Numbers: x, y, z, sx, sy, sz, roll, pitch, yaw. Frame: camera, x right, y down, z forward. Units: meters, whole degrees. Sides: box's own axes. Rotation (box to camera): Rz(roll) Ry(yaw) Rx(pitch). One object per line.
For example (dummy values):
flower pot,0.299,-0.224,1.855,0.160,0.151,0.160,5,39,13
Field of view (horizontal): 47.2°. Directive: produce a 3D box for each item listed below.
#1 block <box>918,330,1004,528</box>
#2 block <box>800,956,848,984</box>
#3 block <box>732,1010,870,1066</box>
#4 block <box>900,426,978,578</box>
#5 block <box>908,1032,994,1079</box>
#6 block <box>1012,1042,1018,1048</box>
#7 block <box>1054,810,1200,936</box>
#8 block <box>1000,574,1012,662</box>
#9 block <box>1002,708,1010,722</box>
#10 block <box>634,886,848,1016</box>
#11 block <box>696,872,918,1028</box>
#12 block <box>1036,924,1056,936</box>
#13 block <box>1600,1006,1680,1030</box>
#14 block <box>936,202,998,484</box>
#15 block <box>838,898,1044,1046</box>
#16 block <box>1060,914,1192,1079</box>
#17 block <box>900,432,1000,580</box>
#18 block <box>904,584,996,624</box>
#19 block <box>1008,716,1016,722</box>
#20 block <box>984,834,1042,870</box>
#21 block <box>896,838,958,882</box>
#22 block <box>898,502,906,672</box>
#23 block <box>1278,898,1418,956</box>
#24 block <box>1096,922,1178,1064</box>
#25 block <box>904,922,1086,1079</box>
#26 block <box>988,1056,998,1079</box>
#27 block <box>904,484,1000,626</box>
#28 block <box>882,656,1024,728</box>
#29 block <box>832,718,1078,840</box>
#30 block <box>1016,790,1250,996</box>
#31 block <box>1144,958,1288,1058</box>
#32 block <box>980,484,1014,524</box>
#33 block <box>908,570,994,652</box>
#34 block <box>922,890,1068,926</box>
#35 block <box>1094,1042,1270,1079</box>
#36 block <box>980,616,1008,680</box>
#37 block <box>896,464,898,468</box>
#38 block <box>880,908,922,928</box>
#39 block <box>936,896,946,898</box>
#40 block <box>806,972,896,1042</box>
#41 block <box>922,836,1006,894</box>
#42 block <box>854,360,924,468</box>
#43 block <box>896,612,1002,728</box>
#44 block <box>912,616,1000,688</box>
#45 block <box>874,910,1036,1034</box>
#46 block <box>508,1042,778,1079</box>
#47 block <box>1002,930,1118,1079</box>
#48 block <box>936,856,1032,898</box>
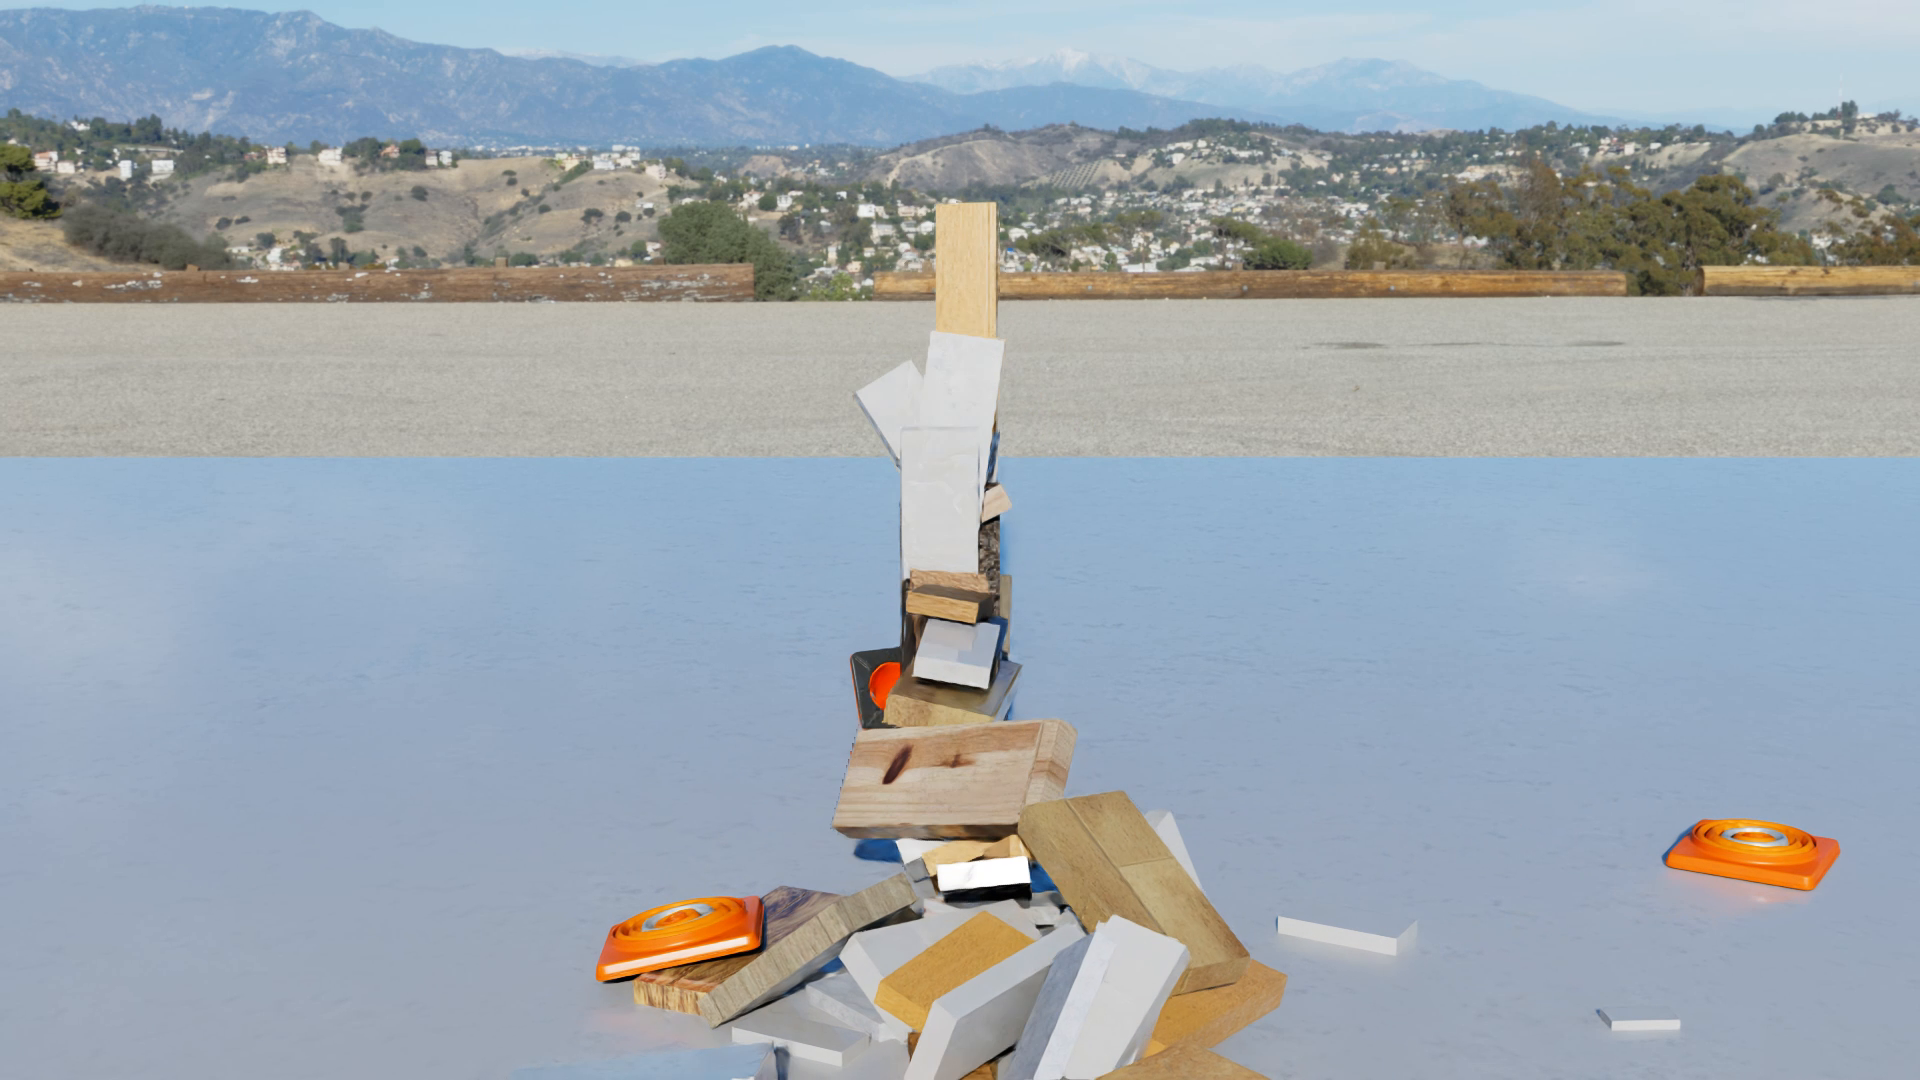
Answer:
block,-0.011,-0.192,4.175,0.140,0.392,0.040,8,2,1
block,-0.192,0.637,3.350,0.082,0.023,0.164,4,11,22
block,-0.222,0.692,3.061,0.180,0.021,0.072,6,12,28
block,-0.038,-0.071,4.101,0.140,0.281,0.040,-1,15,-5
block,-0.006,0.693,2.830,0.089,0.025,0.178,-2,23,-13
block,0.191,0.679,2.911,0.159,0.045,0.318,-7,23,-35
block,0.245,0.525,3.172,0.039,0.136,0.273,-5,27,41
block,0.012,0.193,4.257,0.170,0.048,0.339,1,39,3
block,-0.003,0.273,4.329,0.153,0.043,0.305,0,27,-8
block,-0.327,0.625,3.380,0.126,0.036,0.447,5,11,24
block,-0.216,0.578,3.094,0.318,0.045,0.159,-40,-14,34
block,0.126,0.602,3.329,0.126,0.036,0.252,12,4,-9
block,0.969,0.682,3.136,0.099,0.014,0.049,-1,11,-3
block,0.013,-0.221,4.624,0.127,0.975,0.036,0,-3,9
block,0.001,0.596,3.055,0.318,0.045,0.159,-3,42,-45
block,0.189,0.593,2.795,0.112,0.032,0.223,19,61,32
block,-0.017,-0.069,4.354,0.170,0.339,0.048,5,-33,-1
block,-0.015,0.109,3.828,0.122,0.035,0.244,10,3,7
block,0.098,0.393,4.692,0.049,0.014,0.099,-5,11,-24
block,0.118,0.466,3.294,0.127,0.036,0.254,-4,-12,-9
block,-0.027,0.500,3.588,0.134,0.038,0.267,-22,-14,-3
block,-0.037,0.126,4.481,0.170,0.426,0.048,-2,22,-5
block,0.613,0.611,3.480,0.195,0.028,0.098,6,12,30
block,0.195,0.606,2.825,0.112,0.032,0.223,8,55,26
block,0.050,0.599,2.810,0.039,0.136,0.284,35,31,27
block,0.005,0.720,2.901,0.089,0.025,0.178,0,11,-1
block,-0.015,0.040,4.207,0.175,0.050,0.351,3,52,-2
block,-0.007,0.254,3.667,0.175,0.050,0.351,12,12,7
block,-0.012,0.374,3.415,0.415,0.170,0.048,-8,-33,40
block,0.236,0.486,3.042,0.170,0.048,0.339,-4,38,-32
block,0.289,0.622,2.979,0.167,0.047,0.335,21,18,32
block,0.046,-0.062,4.213,0.099,0.049,0.014,-28,-3,4
block,-0.012,0.143,3.989,0.140,0.040,0.281,4,28,-8
block,0.133,0.561,3.353,0.417,0.028,0.098,5,1,-42
block,0.333,0.685,2.561,0.167,0.047,0.335,-9,17,-42
block,0.013,0.177,3.795,0.122,0.035,0.244,9,15,3
block,-0.037,-0.222,4.390,0.127,0.036,0.254,10,40,6
block,-0.075,0.617,3.327,0.093,0.026,0.186,-15,28,-31
block,-0.010,0.601,3.495,0.052,0.015,0.104,-2,24,-1
block,-0.132,0.670,3.168,0.093,0.026,0.186,-8,13,-37
block,0.012,0.515,3.546,0.134,0.038,0.267,-22,-14,-4
block,-0.083,-0.207,4.243,0.127,0.254,0.036,-32,0,-15
block,-0.016,0.236,3.908,0.175,0.050,0.351,7,27,-2
block,-0.003,0.182,3.634,0.122,0.035,0.244,9,15,2
block,0.011,0.589,2.954,0.127,0.036,0.254,28,27,25
block,-0.411,0.697,2.774,0.339,0.048,0.170,-7,1,3
block,0.117,0.597,2.714,0.032,0.223,0.112,33,-35,-8
block,0.041,0.510,3.288,0.127,0.036,0.422,-6,-12,1
